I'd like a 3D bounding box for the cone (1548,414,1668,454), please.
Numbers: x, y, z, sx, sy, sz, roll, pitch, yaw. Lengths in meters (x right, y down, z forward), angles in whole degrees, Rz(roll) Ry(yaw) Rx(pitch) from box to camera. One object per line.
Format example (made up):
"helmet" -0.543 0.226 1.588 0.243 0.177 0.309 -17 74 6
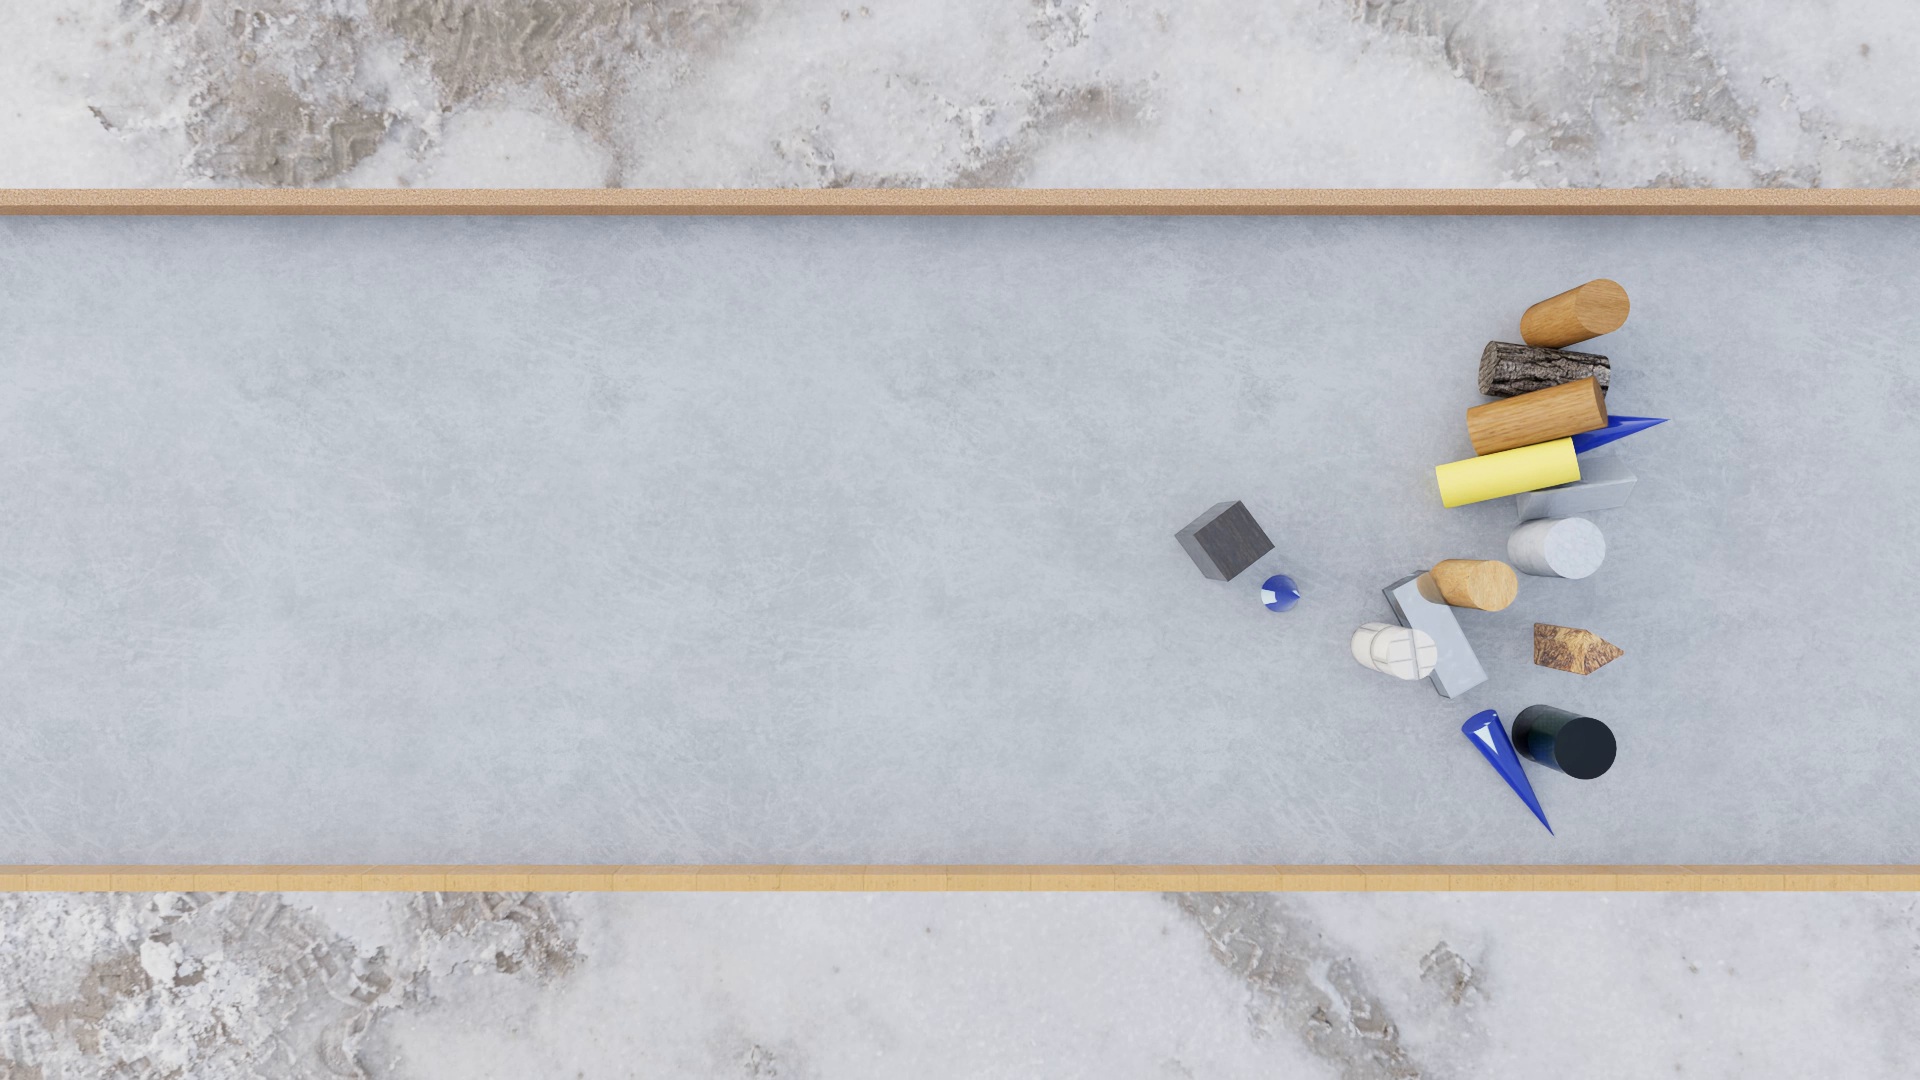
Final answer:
"cone" 1.936 -0.333 4.893 0.154 0.354 0.154 6 81 -41

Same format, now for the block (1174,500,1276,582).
"block" 0.774 0.002 4.866 0.165 0.420 0.165 -37 90 0

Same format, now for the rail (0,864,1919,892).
"rail" -2.247 1.025 5.001 12.000 0.150 0.050 0 90 0

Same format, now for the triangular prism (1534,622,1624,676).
"triangular prism" 1.797 0.303 4.873 0.128 0.407 0.111 -30 90 0

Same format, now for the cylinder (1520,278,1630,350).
"cylinder" 1.801 -0.655 4.850 0.155 0.452 0.155 0 90 0

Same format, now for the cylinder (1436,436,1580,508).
"cylinder" 1.642 -0.201 4.950 0.394 0.132 0.132 -13 90 19

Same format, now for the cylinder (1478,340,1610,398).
"cylinder" 1.767 -0.499 4.995 0.342 0.164 0.164 8 90 0

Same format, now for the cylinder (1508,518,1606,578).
"cylinder" 1.771 0.023 4.910 0.176 0.331 0.176 0 90 1

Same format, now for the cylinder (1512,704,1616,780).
"cylinder" 1.787 0.596 4.894 0.180 0.365 0.180 0 90 0

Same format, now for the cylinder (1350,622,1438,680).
"cylinder" 1.274 0.324 4.864 0.145 0.425 0.145 0 90 0

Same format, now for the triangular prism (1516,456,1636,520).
"triangular prism" 1.869 -0.160 5.005 0.320 0.135 0.155 -8 90 0

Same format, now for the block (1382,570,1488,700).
"block" 1.441 0.285 5.013 0.127 0.127 0.370 -29 90 0

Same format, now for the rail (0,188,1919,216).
"rail" -2.247 -1.025 5.002 12.000 0.150 0.050 0 90 0

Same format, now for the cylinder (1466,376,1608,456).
"cylinder" 1.719 -0.366 4.917 0.369 0.154 0.154 -14 90 30

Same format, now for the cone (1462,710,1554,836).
"cone" 1.705 0.733 5.047 0.118 0.118 0.447 -35 98 0

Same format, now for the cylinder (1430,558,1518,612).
"cylinder" 1.514 0.130 4.882 0.144 0.389 0.144 0 90 0

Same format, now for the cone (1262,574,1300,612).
"cone" 0.985 0.165 4.923 0.116 0.308 0.116 0 90 0
